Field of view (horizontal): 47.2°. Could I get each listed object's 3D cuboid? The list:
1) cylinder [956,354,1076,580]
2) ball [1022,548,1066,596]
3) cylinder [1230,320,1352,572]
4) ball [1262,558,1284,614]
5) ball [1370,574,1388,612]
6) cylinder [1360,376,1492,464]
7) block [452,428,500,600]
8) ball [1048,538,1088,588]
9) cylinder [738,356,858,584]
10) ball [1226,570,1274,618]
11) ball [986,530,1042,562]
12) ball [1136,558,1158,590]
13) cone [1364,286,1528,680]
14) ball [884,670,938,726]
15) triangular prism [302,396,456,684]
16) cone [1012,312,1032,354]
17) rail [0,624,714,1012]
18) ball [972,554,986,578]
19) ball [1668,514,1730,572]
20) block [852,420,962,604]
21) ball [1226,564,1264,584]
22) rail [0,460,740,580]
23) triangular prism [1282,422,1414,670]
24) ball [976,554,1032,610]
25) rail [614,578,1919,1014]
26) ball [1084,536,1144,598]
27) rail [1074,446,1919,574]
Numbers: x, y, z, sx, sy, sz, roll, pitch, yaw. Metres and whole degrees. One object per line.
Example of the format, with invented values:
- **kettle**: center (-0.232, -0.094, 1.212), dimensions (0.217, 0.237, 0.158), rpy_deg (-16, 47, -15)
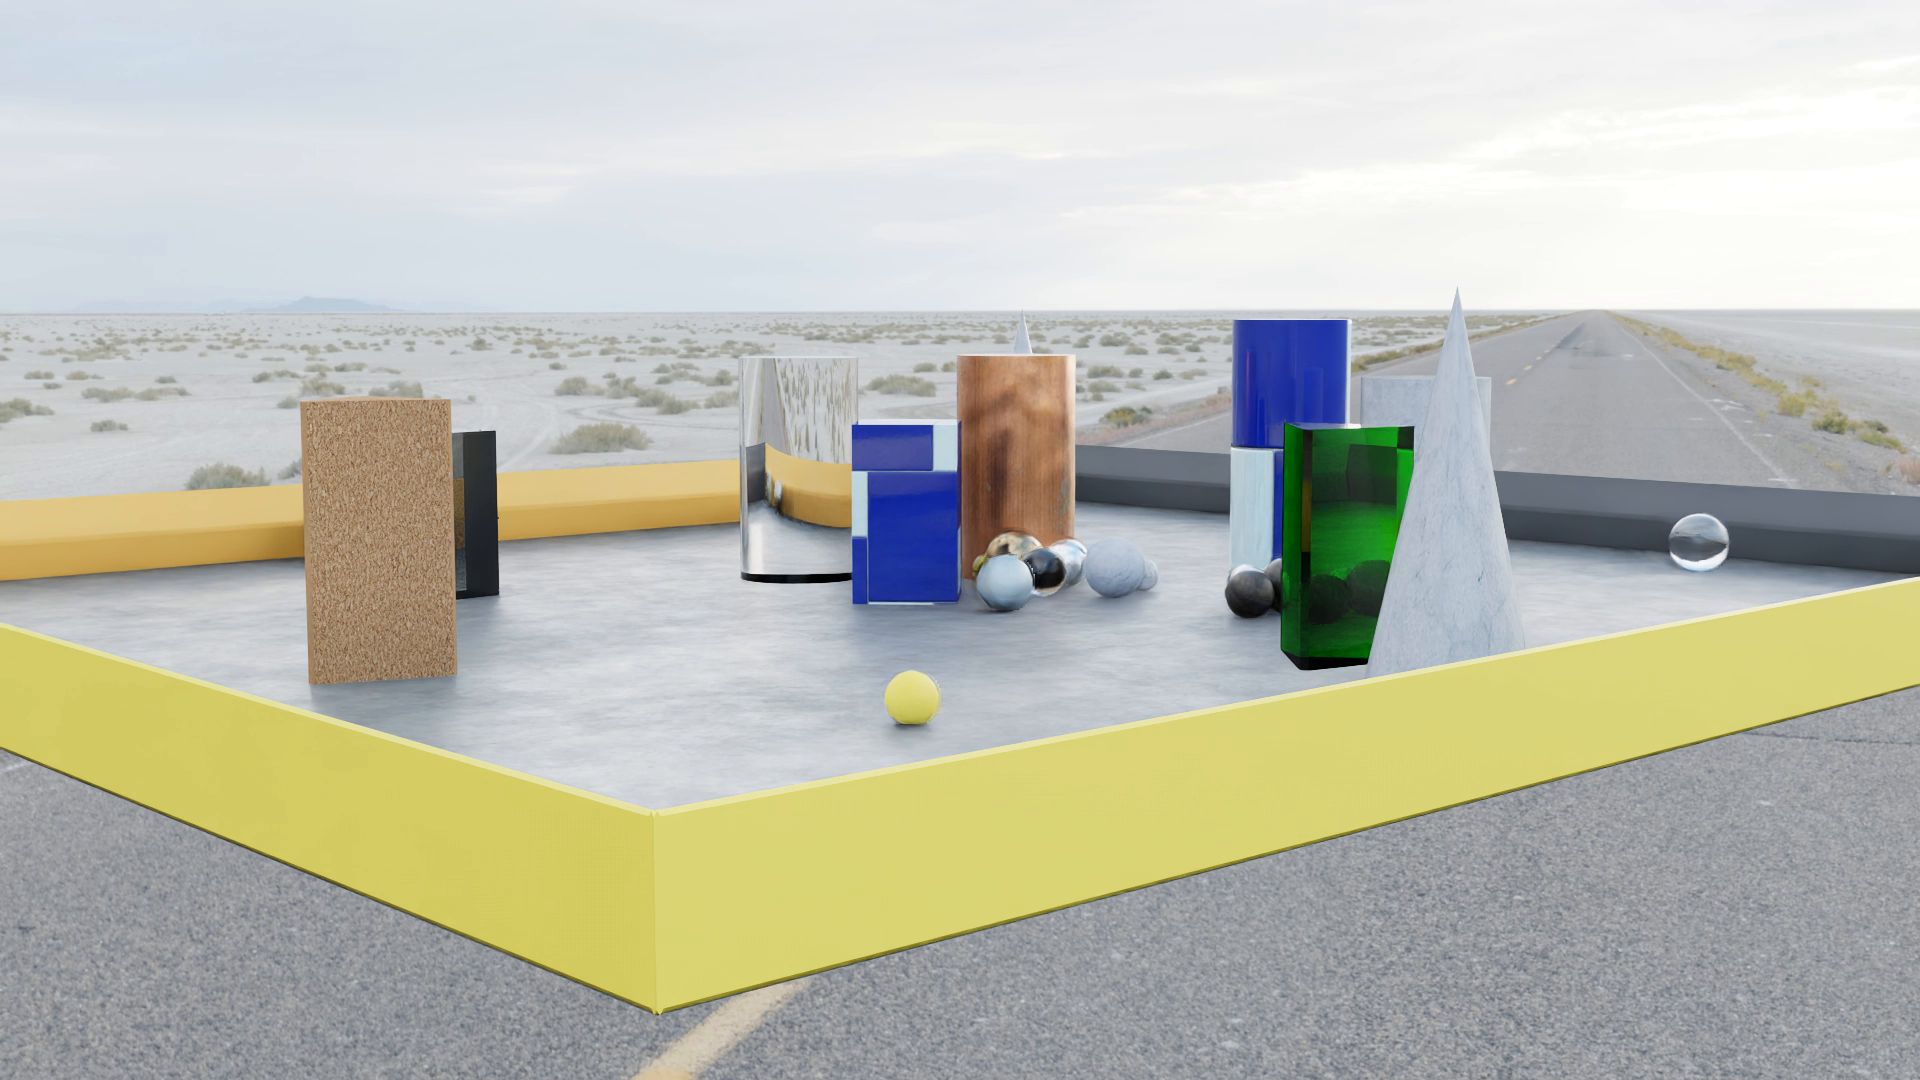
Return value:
- **cylinder**: center (0.094, -0.126, 3.704), dimensions (0.200, 0.372, 0.200), rpy_deg (0, 6, 0)
- **ball**: center (0.128, 0.050, 3.447), dimensions (0.075, 0.075, 0.075), rpy_deg (0, 6, 0)
- **cylinder**: center (0.561, -0.159, 3.737), dimensions (0.200, 0.431, 0.200), rpy_deg (0, 6, 0)
- **ball**: center (0.484, 0.067, 3.243), dimensions (0.085, 0.085, 0.085), rpy_deg (0, 6, 0)
- **ball**: center (0.633, 0.080, 3.237), dimensions (0.059, 0.059, 0.059), rpy_deg (0, 6, 0)
- **cylinder**: center (0.727, -0.084, 3.449), dimensions (0.200, 0.342, 0.200), rpy_deg (0, 6, 0)
- **block**: center (-0.838, -0.042, 3.444), dimensions (0.160, 0.259, 0.160), rpy_deg (5, 8, 42)
- **ball**: center (0.172, 0.037, 3.558), dimensions (0.078, 0.078, 0.078), rpy_deg (0, 6, 0)
- **cylinder**: center (-0.269, -0.121, 3.680), dimensions (0.200, 0.368, 0.200), rpy_deg (0, 6, 0)
- **ball**: center (0.421, 0.078, 3.195), dimensions (0.071, 0.071, 0.071), rpy_deg (0, 6, 0)
- **ball**: center (0.089, 0.031, 3.535), dimensions (0.096, 0.096, 0.096), rpy_deg (0, 6, 0)
- **ball**: center (0.293, 0.055, 3.517), dimensions (0.051, 0.051, 0.051), rpy_deg (0, 6, 0)
- **cone**: center (0.552, -0.048, 2.462), dimensions (0.200, 0.474, 0.200), rpy_deg (0, 6, 0)
- **ball**: center (-0.052, 0.170, 2.372), dimensions (0.059, 0.059, 0.059), rpy_deg (0, 6, 0)
- **triangular prism**: center (-0.727, -0.006, 2.718), dimensions (0.173, 0.338, 0.150), rpy_deg (-3, 6, -23)
- **cone**: center (0.115, -0.206, 4.091), dimensions (0.200, 0.451, 0.200), rpy_deg (0, 6, 0)
- **rail**: center (-1.061, 0.135, 2.358), dimensions (0.045, 0.130, 2.613), rpy_deg (-5, 8, -42)
- **ball**: center (0.045, 0.047, 3.592), dimensions (0.051, 0.051, 0.051), rpy_deg (0, 6, 0)
- **ball**: center (1.264, 0.005, 3.762), dimensions (0.100, 0.100, 0.100), rpy_deg (0, 6, 0)
- **block**: center (-0.081, -0.046, 3.416), dimensions (0.160, 0.274, 0.160), rpy_deg (0, 6, 3)
- **ball**: center (0.432, 0.070, 3.298), dimensions (0.066, 0.066, 0.066), rpy_deg (0, 6, 0)
- **rail**: center (-0.870, -0.064, 4.270), dimensions (2.935, 0.130, 0.045), rpy_deg (-5, 8, -42)
- **triangular prism**: center (0.464, 0.002, 2.826), dimensions (0.173, 0.300, 0.150), rpy_deg (-3, 7, -30)
- **ball**: center (0.066, 0.064, 3.277), dimensions (0.083, 0.083, 0.083), rpy_deg (0, 6, 0)
- **rail**: center (0.870, 0.131, 2.394), dimensions (2.935, 0.130, 0.045), rpy_deg (-5, 8, -42)
- **ball**: center (0.240, 0.042, 3.430), dimensions (0.096, 0.096, 0.096), rpy_deg (0, 6, 0)
- **rail**: center (1.061, -0.068, 4.305), dimensions (0.045, 0.130, 2.613), rpy_deg (-5, 8, -42)
